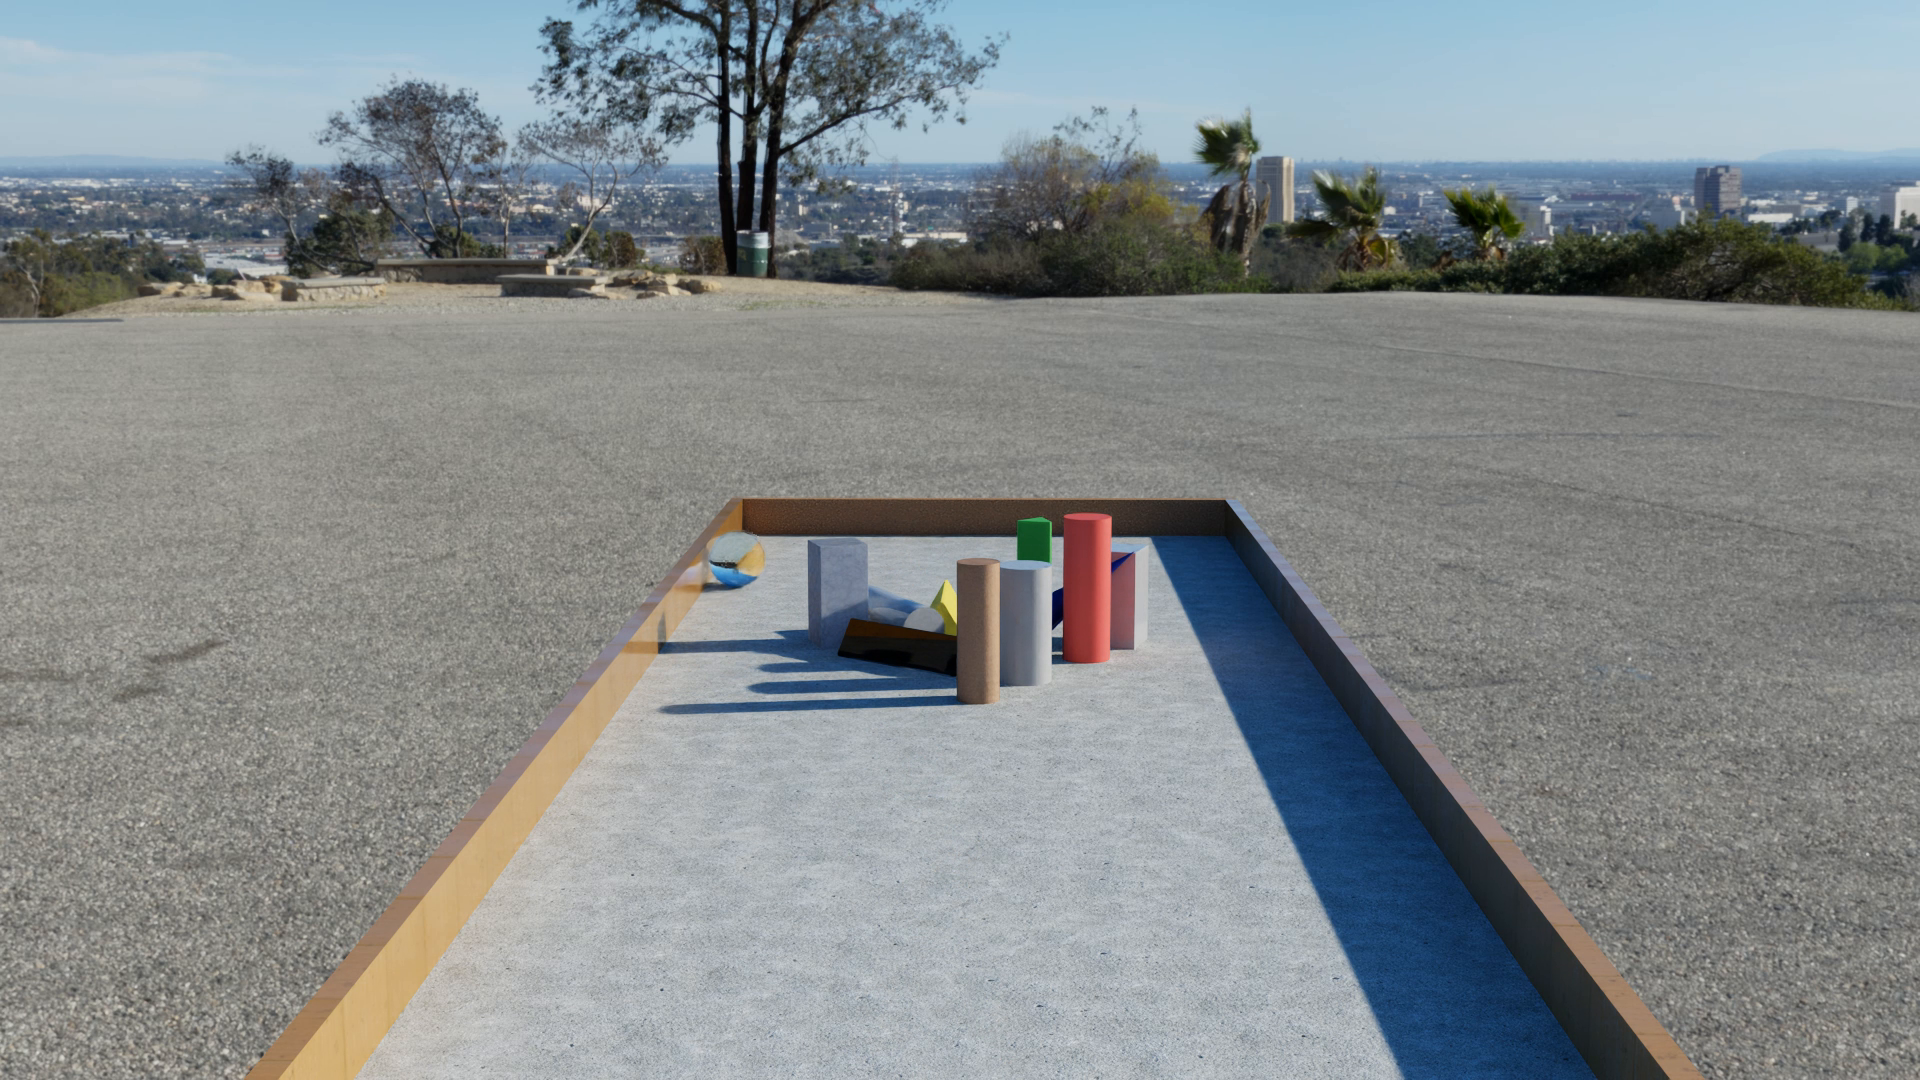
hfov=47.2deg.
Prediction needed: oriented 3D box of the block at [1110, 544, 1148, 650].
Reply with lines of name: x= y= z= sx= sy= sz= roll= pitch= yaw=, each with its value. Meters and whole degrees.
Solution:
block: x=0.491 y=0.174 z=6.934 sx=0.168 sy=0.305 sz=0.168 roll=3 pitch=10 yaw=19

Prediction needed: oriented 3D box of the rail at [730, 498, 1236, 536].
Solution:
rail: x=0.099 y=-0.098 z=9.147 sx=2.100 sy=0.150 sz=0.050 roll=0 pitch=9 yaw=1

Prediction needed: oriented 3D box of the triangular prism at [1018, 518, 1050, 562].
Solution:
triangular prism: x=0.244 y=0.130 z=6.926 sx=0.108 sy=0.395 sz=0.094 roll=3 pitch=9 yaw=16

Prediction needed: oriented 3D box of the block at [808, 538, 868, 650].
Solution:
block: x=-0.385 y=0.166 z=6.931 sx=0.153 sy=0.323 sz=0.153 roll=-3 pitch=10 yaw=-19

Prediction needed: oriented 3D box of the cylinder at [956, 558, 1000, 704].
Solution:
cylinder: x=0.051 y=0.254 z=6.149 sx=0.121 sy=0.393 sz=0.121 roll=0 pitch=9 yaw=0

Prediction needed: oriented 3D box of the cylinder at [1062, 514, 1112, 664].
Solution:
cylinder: x=0.386 y=0.146 z=6.688 sx=0.144 sy=0.439 sz=0.144 roll=0 pitch=9 yaw=0

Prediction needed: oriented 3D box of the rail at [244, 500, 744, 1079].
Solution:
rail: x=-1.004 y=0.839 z=3.234 sx=0.050 sy=0.150 sz=12.000 roll=0 pitch=9 yaw=1

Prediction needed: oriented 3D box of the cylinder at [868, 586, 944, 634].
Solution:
cylinder: x=-0.202 y=0.248 z=6.986 sx=0.143 sy=0.143 sz=0.425 roll=-4 pitch=10 yaw=-25

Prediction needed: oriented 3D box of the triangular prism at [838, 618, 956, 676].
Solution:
triangular prism: x=-0.161 y=0.317 z=6.646 sx=0.459 sy=0.107 sz=0.124 roll=8 pitch=11 yaw=40

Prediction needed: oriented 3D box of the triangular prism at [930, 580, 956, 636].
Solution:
triangular prism: x=-0.051 y=0.221 z=7.236 sx=0.129 sy=0.112 sz=0.409 roll=0 pitch=9 yaw=2

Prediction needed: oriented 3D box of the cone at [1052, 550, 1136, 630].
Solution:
cone: x=0.356 y=0.164 z=6.795 sx=0.455 sy=0.138 sz=0.138 roll=-35 pitch=13 yaw=-3

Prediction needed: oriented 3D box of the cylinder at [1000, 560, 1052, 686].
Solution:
cylinder: x=0.186 y=0.241 z=6.401 sx=0.164 sy=0.341 sz=0.164 roll=0 pitch=9 yaw=0

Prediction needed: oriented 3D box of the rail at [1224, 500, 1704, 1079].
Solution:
rail: x=1.046 y=0.843 z=3.208 sx=0.050 sy=0.150 sz=12.000 roll=0 pitch=9 yaw=1

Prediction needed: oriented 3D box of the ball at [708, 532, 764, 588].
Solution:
ball: x=-0.805 y=0.069 z=7.928 sx=0.202 sy=0.202 sz=0.202 roll=0 pitch=9 yaw=0
